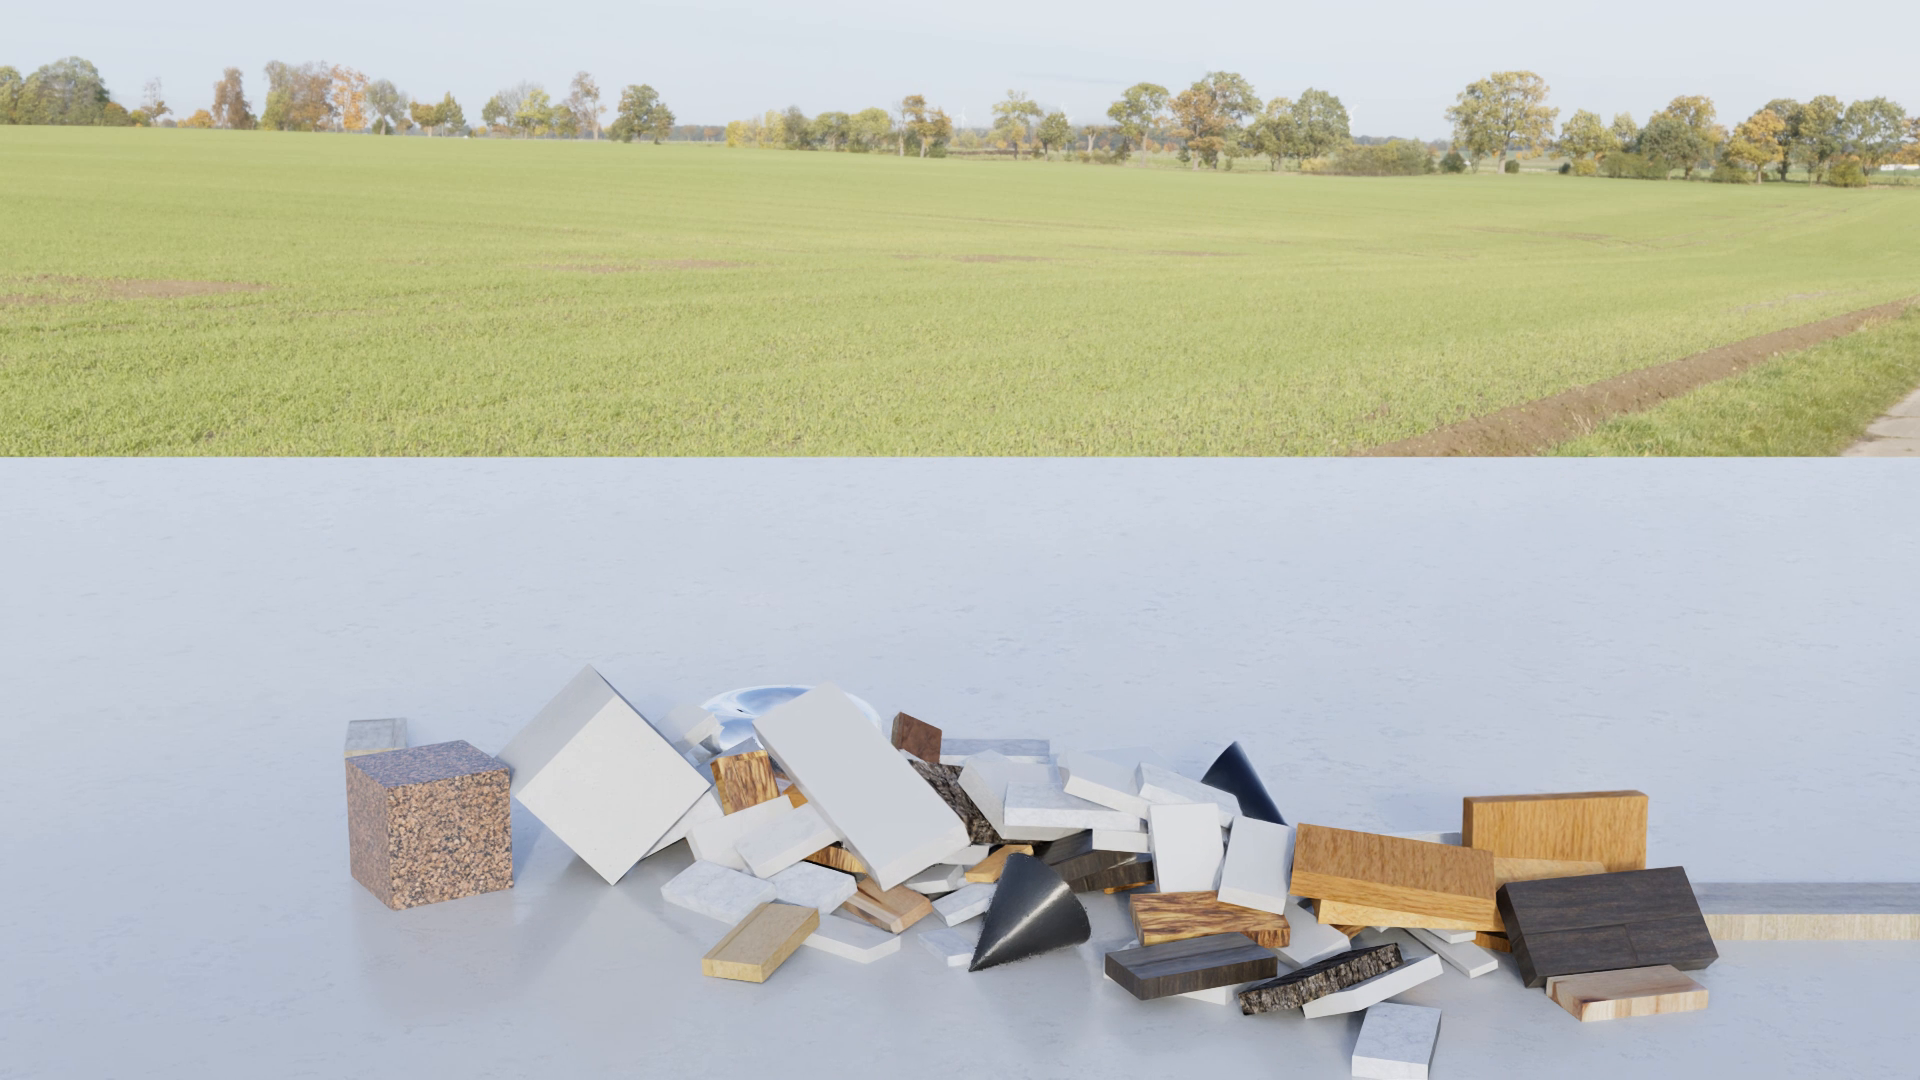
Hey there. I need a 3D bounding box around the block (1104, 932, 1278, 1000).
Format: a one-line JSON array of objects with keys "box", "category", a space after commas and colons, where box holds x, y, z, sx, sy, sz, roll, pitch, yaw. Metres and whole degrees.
[{"box": [0.340, 0.625, 3.236, 0.226, 0.032, 0.113, -5, 11, -23], "category": "block"}]

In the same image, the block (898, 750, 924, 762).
[{"box": [-0.059, 0.440, 3.900, 0.202, 0.029, 0.101, 27, 26, 31], "category": "block"}]

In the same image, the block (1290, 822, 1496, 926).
[{"box": [0.669, 0.514, 3.400, 0.304, 0.043, 0.152, 7, 22, 9], "category": "block"}]

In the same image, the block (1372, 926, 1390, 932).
[{"box": [0.643, 0.576, 3.451, 0.048, 0.014, 0.096, -27, 34, -25], "category": "block"}]

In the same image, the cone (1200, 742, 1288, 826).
[{"box": [0.520, 0.506, 3.843, 0.224, 0.224, 0.224, 33, 22, 18], "category": "cone"}]

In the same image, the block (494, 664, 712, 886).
[{"box": [-0.619, 0.399, 3.787, 0.235, 0.235, 0.235, -46, 22, -8], "category": "block"}]

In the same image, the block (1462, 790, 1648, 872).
[{"box": [0.964, 0.489, 3.566, 0.299, 0.149, 0.042, -1, 7, -9], "category": "block"}]

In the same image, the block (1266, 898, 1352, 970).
[{"box": [0.495, 0.602, 3.446, 0.087, 0.025, 0.294, -27, 20, -17], "category": "block"}]

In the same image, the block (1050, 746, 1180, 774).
[{"box": [-0.005, 0.470, 4.179, 0.833, 0.050, 0.177, -3, 11, -15], "category": "block"}]

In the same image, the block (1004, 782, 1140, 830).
[{"box": [0.187, 0.438, 3.631, 0.220, 0.031, 0.110, 2, 17, 4], "category": "block"}]

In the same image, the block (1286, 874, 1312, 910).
[{"box": [0.513, 0.568, 3.601, 0.069, 0.020, 0.138, -22, 30, -17], "category": "block"}]

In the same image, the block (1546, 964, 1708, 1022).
[{"box": [0.973, 0.661, 3.209, 0.203, 0.029, 0.101, -3, 11, -14], "category": "block"}]

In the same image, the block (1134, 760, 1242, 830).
[{"box": [0.373, 0.418, 3.594, 0.174, 0.025, 0.087, 21, 17, -8], "category": "block"}]

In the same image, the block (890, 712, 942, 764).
[{"box": [-0.086, 0.419, 4.058, 0.091, 0.026, 0.217, 25, 38, -17], "category": "block"}]

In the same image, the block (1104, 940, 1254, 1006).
[{"box": [0.327, 0.646, 3.291, 0.200, 0.028, 0.100, 6, 12, 31], "category": "block"}]

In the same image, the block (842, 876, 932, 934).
[{"box": [-0.121, 0.587, 3.552, 0.079, 0.022, 0.157, -30, 24, -27], "category": "block"}]

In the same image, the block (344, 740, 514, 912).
[{"box": [-0.896, 0.477, 3.708, 0.209, 0.209, 0.209, -7, 13, -33], "category": "block"}]

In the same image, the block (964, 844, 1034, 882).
[{"box": [0.065, 0.532, 3.618, 0.056, 0.016, 0.112, -7, 14, 42], "category": "block"}]

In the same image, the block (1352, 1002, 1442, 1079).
[{"box": [0.605, 0.693, 3.038, 0.100, 0.028, 0.200, 3, 11, 17], "category": "block"}]

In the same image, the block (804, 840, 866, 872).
[{"box": [-0.184, 0.532, 3.707, 0.110, 0.031, 0.221, 9, -5, -30], "category": "block"}]

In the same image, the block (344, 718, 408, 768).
[{"box": [-1.199, 0.415, 4.522, 0.118, 0.033, 0.236, -2, 11, -12], "category": "block"}]

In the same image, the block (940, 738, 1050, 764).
[{"box": [0.055, 0.416, 4.241, 0.236, 0.033, 0.118, 0, 11, 2], "category": "block"}]

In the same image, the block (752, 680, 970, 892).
[{"box": [-0.175, 0.403, 3.699, 0.162, 0.046, 0.515, -27, 34, -16], "category": "block"}]

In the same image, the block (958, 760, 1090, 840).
[{"box": [0.171, 0.454, 3.809, 0.324, 0.046, 0.162, 8, 26, -36], "category": "block"}]

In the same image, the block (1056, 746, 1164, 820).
[{"box": [0.270, 0.407, 3.590, 0.220, 0.031, 0.110, 20, 17, -11], "category": "block"}]

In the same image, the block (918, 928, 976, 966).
[{"box": [-0.017, 0.631, 3.408, 0.056, 0.016, 0.112, -5, 12, -25], "category": "block"}]

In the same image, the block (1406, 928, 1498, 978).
[{"box": [0.721, 0.599, 3.483, 0.048, 0.014, 0.392, -17, 19, -15], "category": "block"}]

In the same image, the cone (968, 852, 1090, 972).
[{"box": [0.073, 0.605, 3.368, 0.179, 0.179, 0.179, -38, 30, -29], "category": "cone"}]

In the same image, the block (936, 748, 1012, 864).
[{"box": [0.011, 0.480, 3.947, 0.177, 0.050, 0.354, 27, 26, 31], "category": "block"}]

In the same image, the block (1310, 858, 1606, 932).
[{"box": [0.787, 0.551, 3.443, 0.477, 0.043, 0.152, 3, 22, -2], "category": "block"}]

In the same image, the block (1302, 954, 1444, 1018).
[{"box": [0.597, 0.646, 3.184, 0.203, 0.029, 0.101, -10, -10, -42], "category": "block"}]

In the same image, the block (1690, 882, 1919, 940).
[{"box": [1.382, 0.595, 3.528, 0.945, 0.042, 0.149, 0, 11, 0], "category": "block"}]

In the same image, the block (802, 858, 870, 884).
[{"box": [-0.224, 0.568, 3.727, 0.158, 0.022, 0.079, 4, 11, 20], "category": "block"}]

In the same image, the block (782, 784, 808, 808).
[{"box": [-0.196, 0.444, 3.841, 0.202, 0.029, 0.101, 4, 17, 21], "category": "block"}]

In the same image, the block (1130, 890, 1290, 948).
[{"box": [0.383, 0.585, 3.383, 0.226, 0.032, 0.113, -1, 24, -7], "category": "block"}]
